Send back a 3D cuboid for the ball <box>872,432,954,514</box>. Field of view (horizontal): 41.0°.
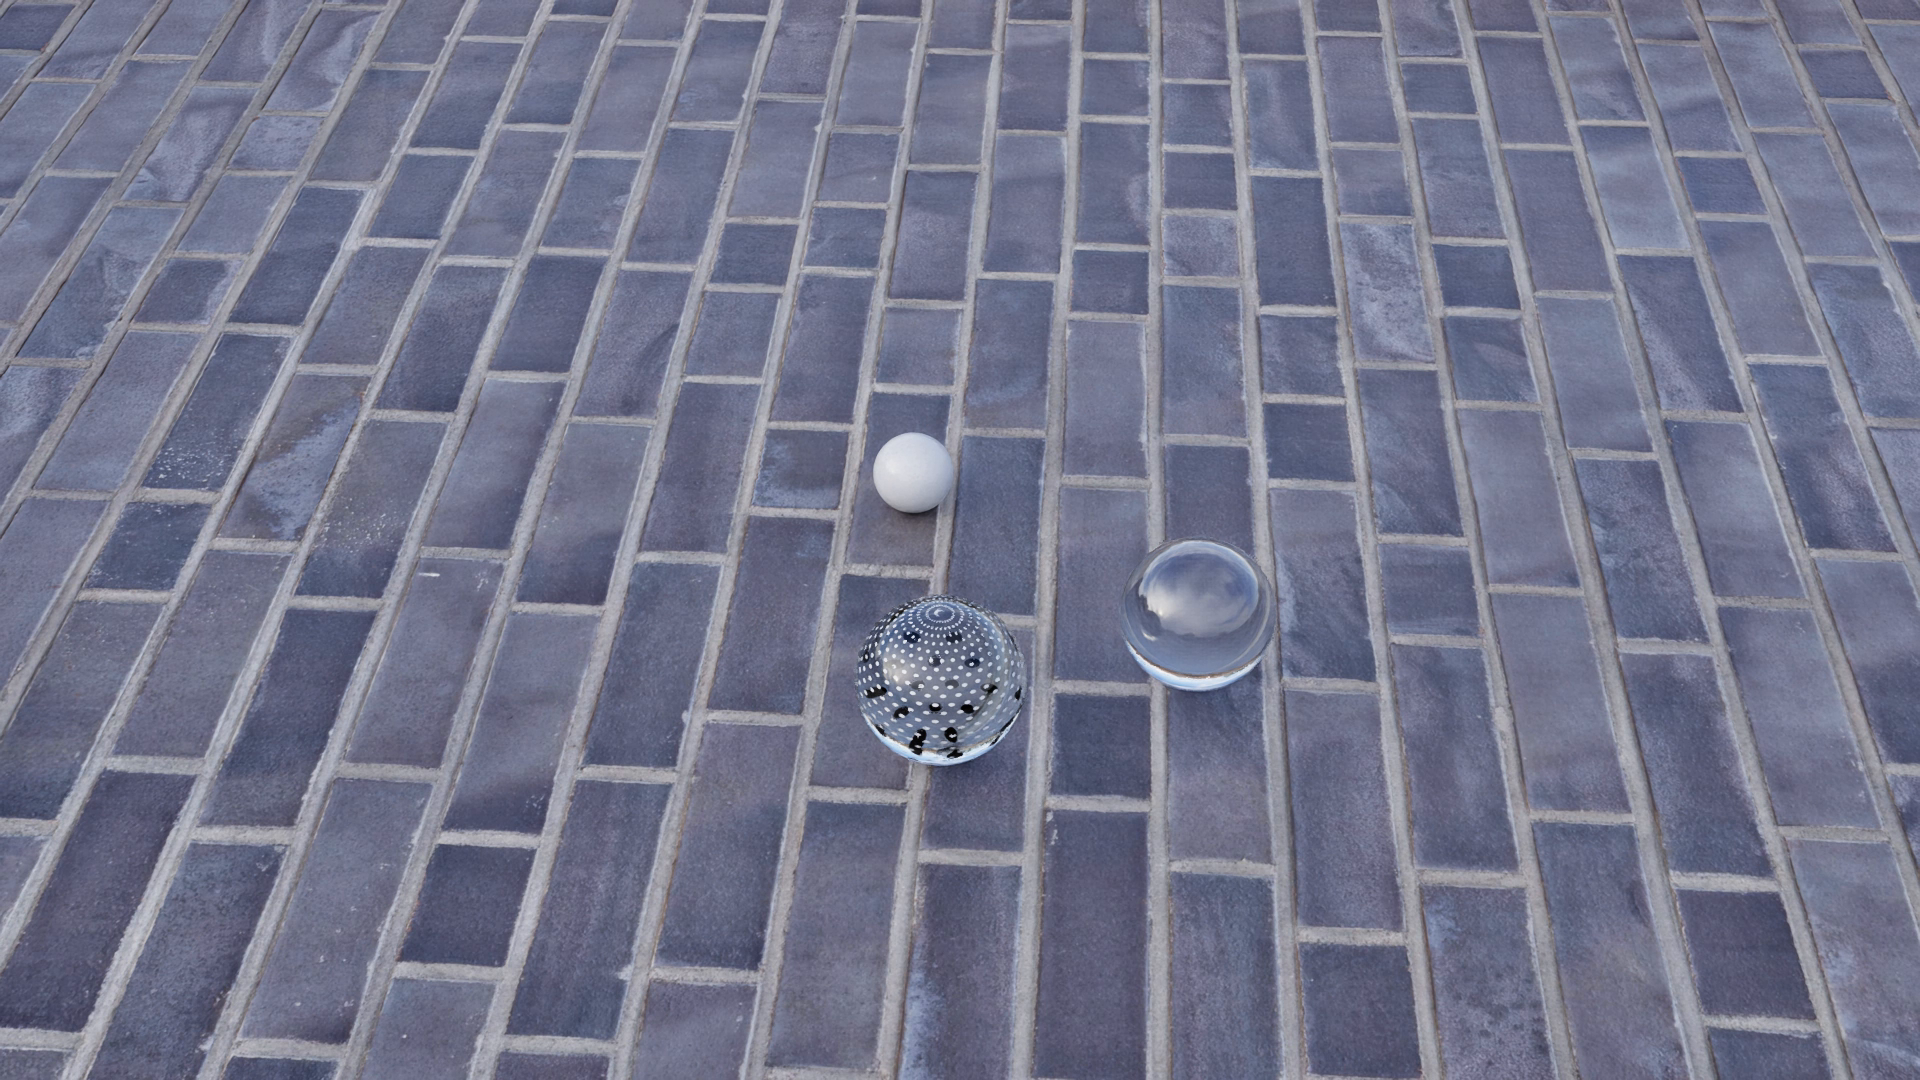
[{"bbox_3d":[-0.029,-0.043,1.625,0.051,0.051,0.051,0,37,0],"label":"ball"}]

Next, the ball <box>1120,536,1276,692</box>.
[{"bbox_3d":[0.137,0.043,1.478,0.090,0.090,0.090,0,37,0],"label":"ball"}]

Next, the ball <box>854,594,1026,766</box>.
[{"bbox_3d":[-0.011,0.078,1.426,0.095,0.095,0.095,0,37,0],"label":"ball"}]
